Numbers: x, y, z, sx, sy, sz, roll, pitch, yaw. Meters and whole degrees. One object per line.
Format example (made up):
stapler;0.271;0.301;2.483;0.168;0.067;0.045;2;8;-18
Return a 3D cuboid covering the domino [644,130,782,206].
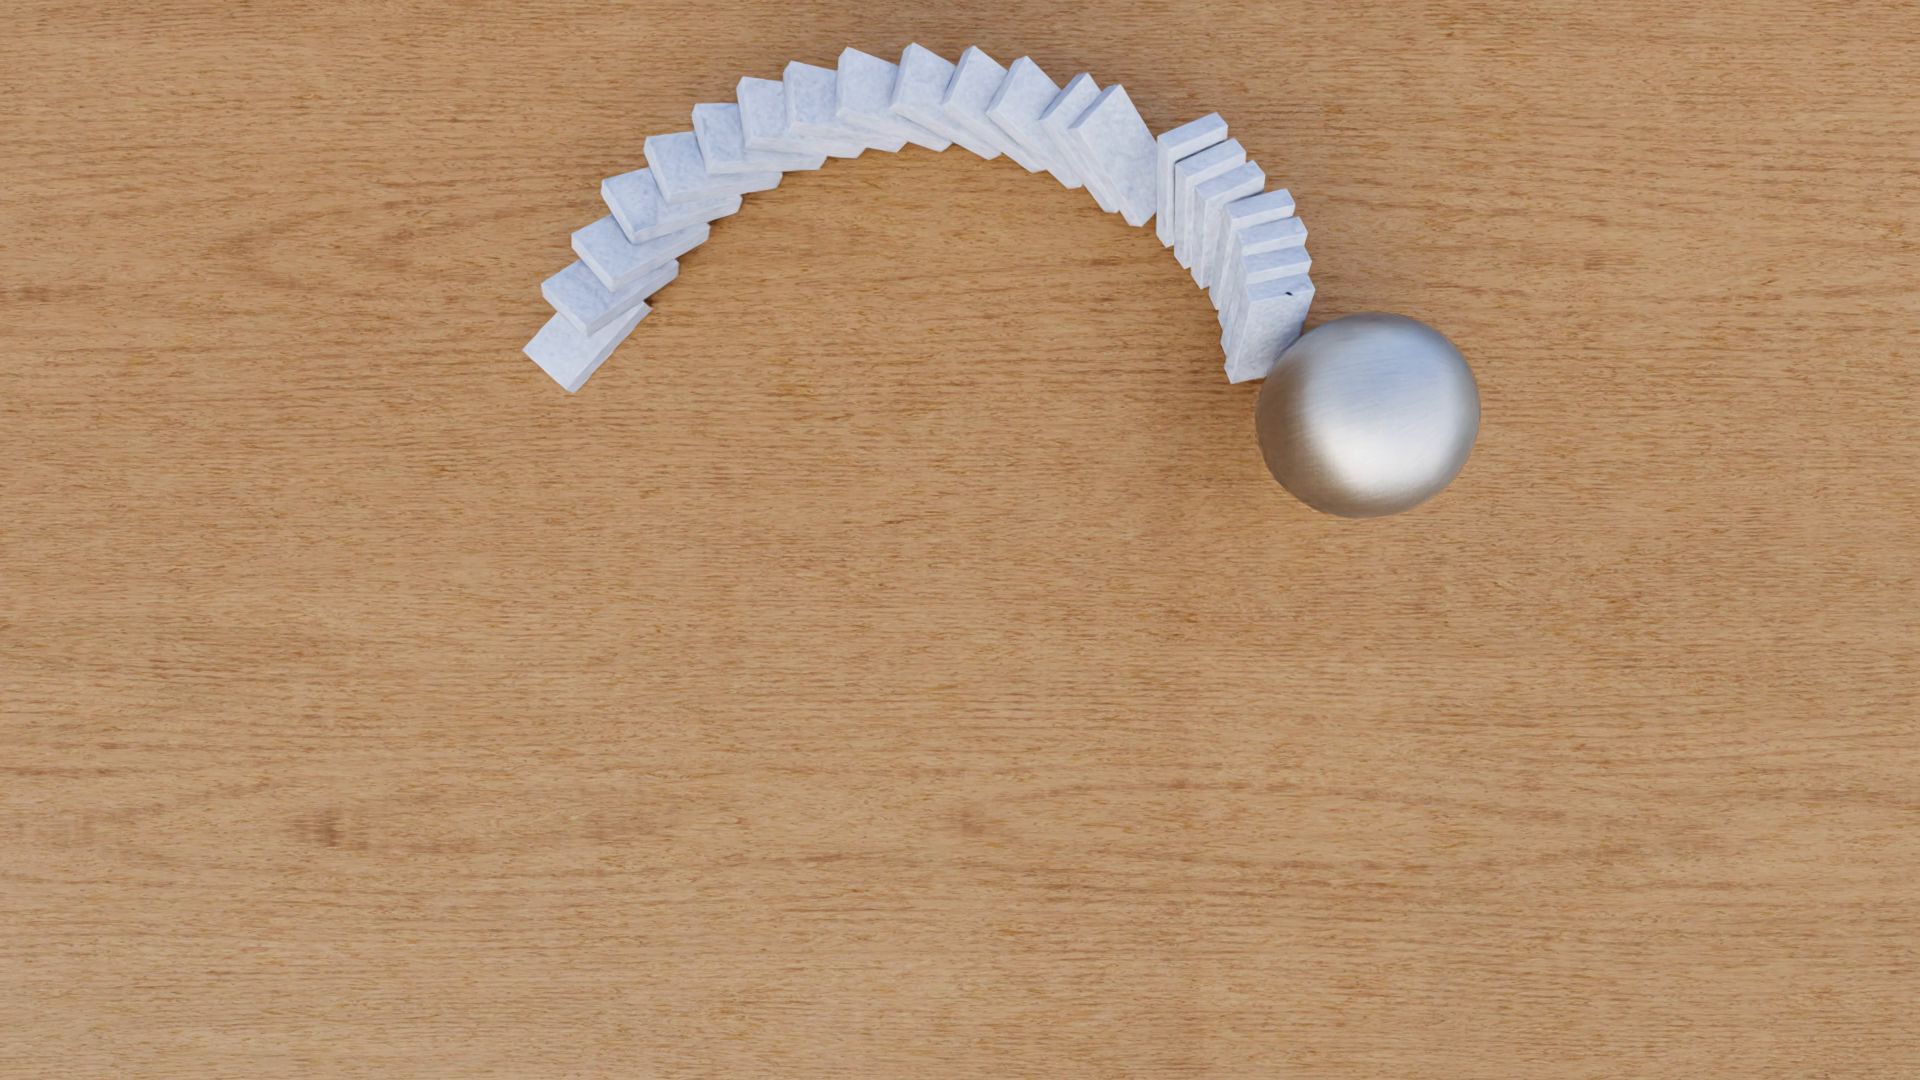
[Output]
domino;-0.103;-0.158;0.384;0.050;0.010;0.025;-22;89;-29

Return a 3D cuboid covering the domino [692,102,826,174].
domino;-0.084;-0.169;0.384;0.050;0.010;0.025;-15;90;-29

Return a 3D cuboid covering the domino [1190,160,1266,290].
domino;0.109;-0.128;0.376;0.025;0.050;0.009;-24;61;0

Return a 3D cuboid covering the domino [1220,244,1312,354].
domino;0.124;-0.097;0.376;0.025;0.050;0.010;-11;61;0

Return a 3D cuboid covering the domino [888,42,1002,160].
domino;-0.003;-0.183;0.384;0.050;0.010;0.025;15;90;-29

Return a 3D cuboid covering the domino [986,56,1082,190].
domino;0.037;-0.173;0.383;0.050;0.009;0.025;29;89;-32

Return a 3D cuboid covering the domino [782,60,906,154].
domino;-0.048;-0.180;0.383;0.050;0.009;0.025;-3;86;-30

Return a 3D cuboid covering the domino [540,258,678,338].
domino;-0.146;-0.109;0.384;0.025;0.009;0.050;43;62;0

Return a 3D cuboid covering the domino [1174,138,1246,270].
domino;0.102;-0.137;0.376;0.025;0.050;0.010;-24;61;0

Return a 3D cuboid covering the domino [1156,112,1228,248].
domino;0.094;-0.146;0.376;0.025;0.050;0.010;-23;59;-2

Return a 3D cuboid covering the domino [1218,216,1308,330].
domino;0.123;-0.107;0.376;0.025;0.050;0.010;-12;61;0

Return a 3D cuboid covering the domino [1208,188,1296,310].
domino;0.119;-0.118;0.376;0.025;0.050;0.009;-14;61;0

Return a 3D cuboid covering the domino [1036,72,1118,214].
domino;0.057;-0.165;0.383;0.025;0.010;0.050;-49;121;0

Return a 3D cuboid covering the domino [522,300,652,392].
domino;-0.161;-0.091;0.395;0.025;0.009;0.050;43;90;0

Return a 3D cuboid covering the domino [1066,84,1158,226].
domino;0.069;-0.158;0.380;0.025;0.010;0.050;-47;121;-1

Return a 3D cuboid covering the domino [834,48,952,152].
domino;-0.027;-0.183;0.383;0.050;0.010;0.025;5;87;-30

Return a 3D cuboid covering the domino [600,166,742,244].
domino;-0.120;-0.144;0.383;0.050;0.010;0.025;-31;88;-30

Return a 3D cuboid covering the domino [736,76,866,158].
domino;-0.066;-0.176;0.383;0.050;0.010;0.025;-8;88;-31

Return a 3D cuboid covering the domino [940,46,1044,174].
domino;0.019;-0.179;0.384;0.050;0.010;0.025;23;90;-29

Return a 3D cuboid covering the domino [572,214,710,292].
domino;-0.133;-0.127;0.384;0.025;0.010;0.050;48;62;0

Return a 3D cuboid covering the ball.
ball;0.158;-0.048;0.360;0.080;0.080;0.080;0;90;0

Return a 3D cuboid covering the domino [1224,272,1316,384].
domino;0.126;-0.086;0.376;0.025;0.050;0.009;-12;61;0
